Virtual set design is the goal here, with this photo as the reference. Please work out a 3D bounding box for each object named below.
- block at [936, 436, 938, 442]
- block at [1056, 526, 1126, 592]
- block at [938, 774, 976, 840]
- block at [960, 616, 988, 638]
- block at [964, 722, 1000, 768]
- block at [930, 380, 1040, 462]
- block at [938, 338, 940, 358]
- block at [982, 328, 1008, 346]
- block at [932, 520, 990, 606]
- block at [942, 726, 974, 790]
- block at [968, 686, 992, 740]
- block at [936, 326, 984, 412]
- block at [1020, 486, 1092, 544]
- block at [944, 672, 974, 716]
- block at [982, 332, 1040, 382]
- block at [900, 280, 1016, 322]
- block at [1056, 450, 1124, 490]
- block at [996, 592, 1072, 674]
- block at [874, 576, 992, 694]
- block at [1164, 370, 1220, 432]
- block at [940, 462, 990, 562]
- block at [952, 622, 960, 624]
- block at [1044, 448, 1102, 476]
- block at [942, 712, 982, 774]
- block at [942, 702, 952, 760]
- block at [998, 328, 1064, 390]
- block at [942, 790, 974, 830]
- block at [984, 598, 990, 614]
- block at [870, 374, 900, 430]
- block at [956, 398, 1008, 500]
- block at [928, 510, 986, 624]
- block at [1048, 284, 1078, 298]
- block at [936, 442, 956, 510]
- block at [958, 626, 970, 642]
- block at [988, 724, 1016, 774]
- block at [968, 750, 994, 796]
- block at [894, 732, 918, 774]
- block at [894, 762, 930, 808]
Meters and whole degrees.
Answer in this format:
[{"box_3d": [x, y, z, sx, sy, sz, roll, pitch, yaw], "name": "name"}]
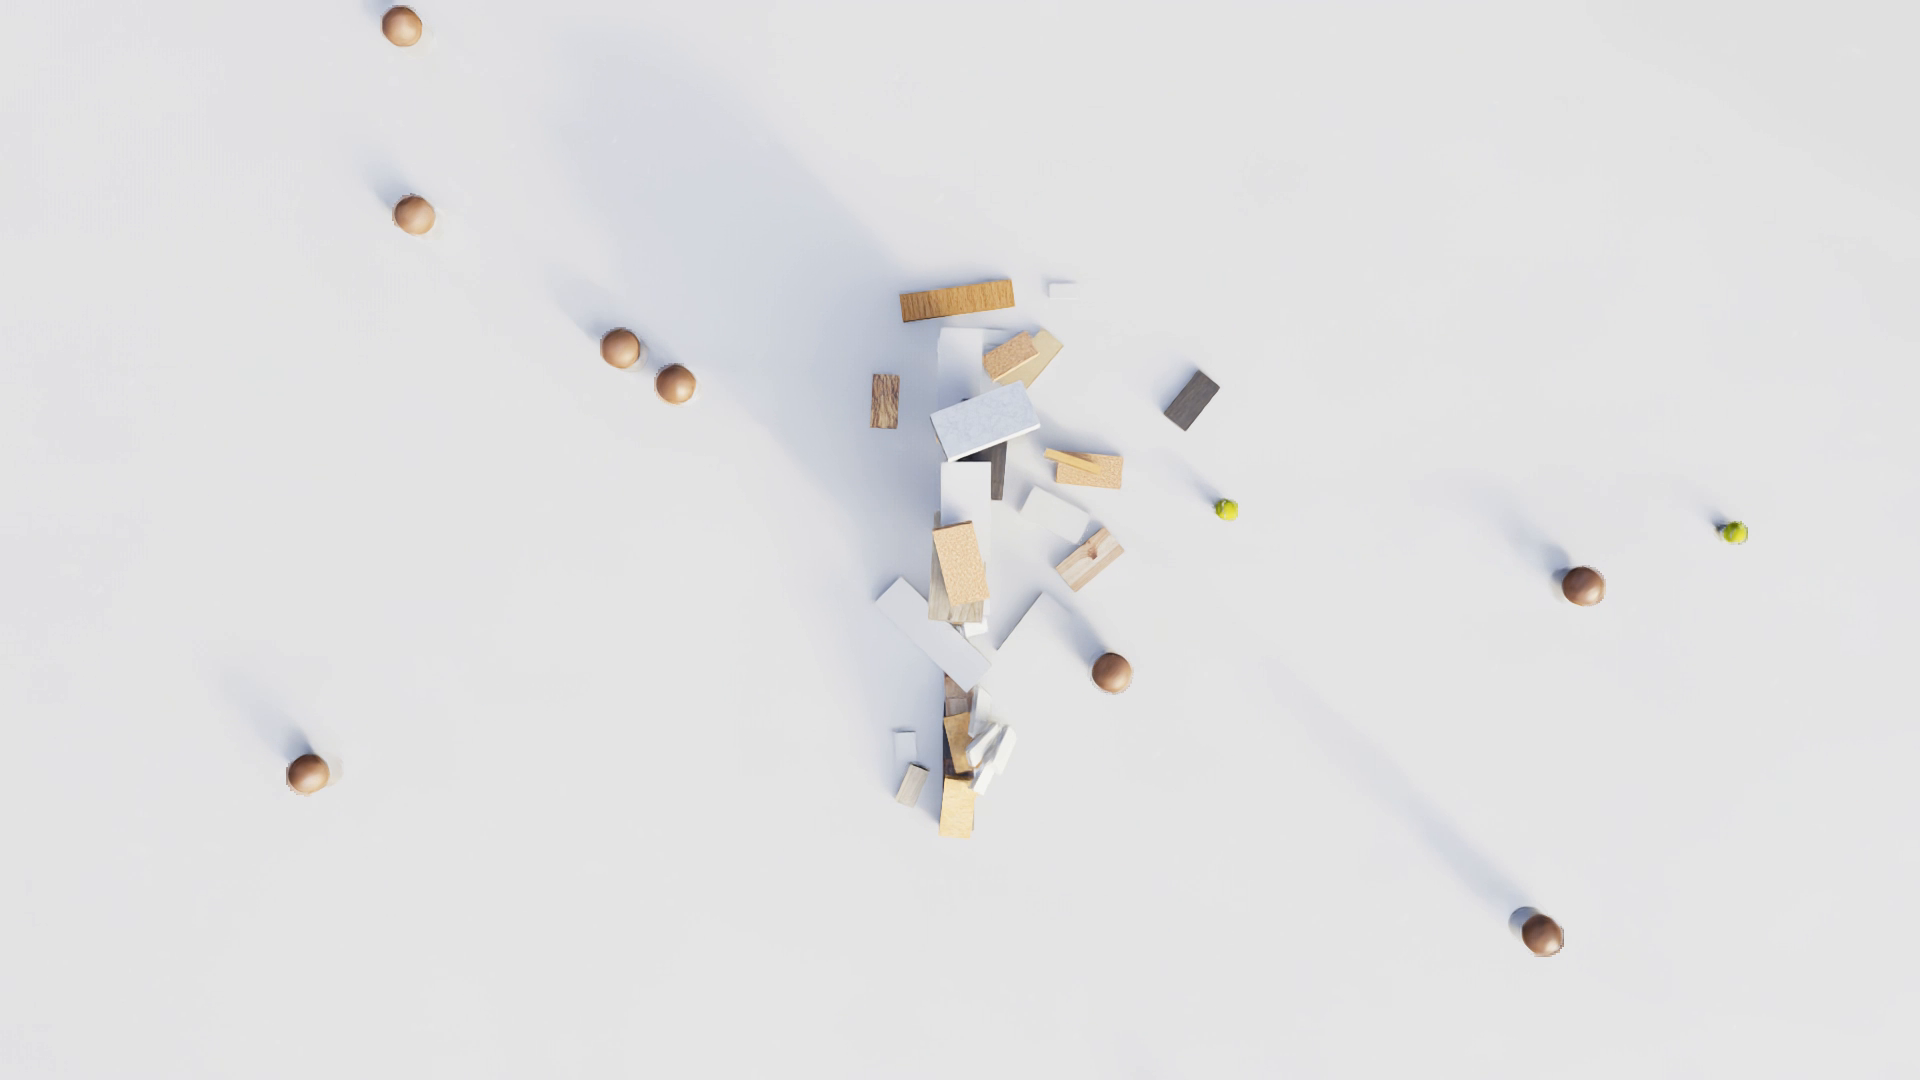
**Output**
[{"box_3d": [0.002, -0.343, 5.346, 0.154, 0.309, 0.044, 0, 90, 0], "name": "block"}, {"box_3d": [0.431, 0.065, 5.485, 0.215, 0.030, 0.108, -40, 90, 0], "name": "block"}, {"box_3d": [-0.007, 0.880, 5.428, 0.105, 0.030, 0.210, 6, 107, -2], "name": "block"}, {"box_3d": [0.049, 0.288, 5.461, 0.100, 0.014, 0.050, -11, 90, -42], "name": "block"}, {"box_3d": [0.076, 0.666, 5.368, 0.146, 0.021, 0.073, -41, 133, -31], "name": "block"}, {"box_3d": [0.076, -0.365, 5.067, 0.304, 0.043, 0.152, -21, 78, -6], "name": "block"}, {"box_3d": [-0.005, -0.623, 5.365, 0.135, 0.270, 0.038, 0, 90, 0], "name": "block"}, {"box_3d": [0.113, -0.675, 5.493, 0.095, 0.014, 0.048, 6, 90, 0], "name": "block"}, {"box_3d": [0.005, 0.071, 5.051, 0.124, 0.035, 0.248, -12, 108, 4], "name": "block"}, {"box_3d": [-0.005, 0.720, 5.463, 0.105, 0.030, 0.210, 0, 77, 0], "name": "block"}, {"box_3d": [0.065, 0.575, 5.422, 0.021, 0.073, 0.175, -16, 49, 32], "name": "block"}, {"box_3d": [0.000, -0.532, 5.211, 0.135, 0.038, 0.270, 3, 90, 0], "name": "block"}, {"box_3d": [0.317, -0.083, 5.485, 0.215, 0.030, 0.108, 28, 90, 0], "name": "block"}, {"box_3d": [-0.003, 0.510, 5.461, 0.092, 0.026, 0.185, -2, 74, -1], "name": "block"}, {"box_3d": [0.165, -0.608, 5.465, 0.177, 0.025, 0.089, -31, 78, 4], "name": "block"}, {"box_3d": [-0.009, -0.796, 5.487, 0.377, 0.025, 0.089, -8, 90, 0], "name": "block"}, {"box_3d": [0.431, -0.232, 5.485, 0.215, 0.030, 0.108, 6, 90, 0], "name": "block"}, {"box_3d": [0.248, 0.309, 5.482, 0.124, 0.035, 0.248, 38, 90, 0], "name": "block"}, {"box_3d": [-0.087, 0.312, 5.457, 0.426, 0.035, 0.124, 44, 88, 6], "name": "block"}, {"box_3d": [0.771, -0.462, 5.487, 0.094, 0.027, 0.187, 38, 90, 0], "name": "block"}, {"box_3d": [0.017, -0.087, 5.084, 0.152, 0.043, 0.304, 0, 92, 0], "name": "block"}, {"box_3d": [0.002, 0.258, 5.451, 0.050, 0.100, 0.014, 0, 68, 0], "name": "block"}, {"box_3d": [0.369, -0.257, 5.423, 0.187, 0.094, 0.027, 19, 90, 0], "name": "block"}, {"box_3d": [0.010, 0.662, 5.404, 0.092, 0.026, 0.185, -14, 86, -1], "name": "block"}, {"box_3d": [-0.010, 0.632, 5.452, 0.092, 0.026, 0.184, 1, 74, 0], "name": "block"}, {"box_3d": [0.235, -0.587, 5.487, 0.094, 0.027, 0.231, 41, 90, 0], "name": "block"}, {"box_3d": [-0.005, 0.860, 5.485, 0.105, 0.030, 0.210, 0, 90, 0], "name": "block"}, {"box_3d": [0.007, 0.209, 5.330, 0.170, 0.340, 0.048, 0, 90, 0], "name": "block"}, {"box_3d": [-0.249, -0.461, 5.487, 0.089, 0.025, 0.177, 3, 90, 0], "name": "block"}, {"box_3d": [0.069, -0.280, 5.126, 0.152, 0.043, 0.304, 5, 90, 0], "name": "block"}, {"box_3d": [-0.005, 0.085, 5.136, 0.170, 0.048, 0.340, 3, 90, 0], "name": "block"}, {"box_3d": [0.344, -0.828, 5.493, 0.095, 0.014, 0.048, 0, 90, 0], "name": "block"}, {"box_3d": [0.006, -0.247, 5.169, 0.154, 0.044, 0.309, 2, 90, 0], "name": "block"}, {"box_3d": [0.008, 0.339, 5.493, 0.050, 0.014, 0.100, 11, 90, 0], "name": "block"}, {"box_3d": [0.140, 0.687, 5.401, 0.021, 0.073, 0.146, 3, 50, 30], "name": "block"}, {"box_3d": [0.082, 0.762, 5.386, 0.020, 0.069, 0.138, 21, 79, 35], "name": "block"}, {"box_3d": [-0.179, 0.710, 5.490, 0.069, 0.020, 0.138, -4, 90, 0], "name": "block"}, {"box_3d": [-0.159, 0.816, 5.477, 0.069, 0.020, 0.138, 23, 99, -4], "name": "block"}]
